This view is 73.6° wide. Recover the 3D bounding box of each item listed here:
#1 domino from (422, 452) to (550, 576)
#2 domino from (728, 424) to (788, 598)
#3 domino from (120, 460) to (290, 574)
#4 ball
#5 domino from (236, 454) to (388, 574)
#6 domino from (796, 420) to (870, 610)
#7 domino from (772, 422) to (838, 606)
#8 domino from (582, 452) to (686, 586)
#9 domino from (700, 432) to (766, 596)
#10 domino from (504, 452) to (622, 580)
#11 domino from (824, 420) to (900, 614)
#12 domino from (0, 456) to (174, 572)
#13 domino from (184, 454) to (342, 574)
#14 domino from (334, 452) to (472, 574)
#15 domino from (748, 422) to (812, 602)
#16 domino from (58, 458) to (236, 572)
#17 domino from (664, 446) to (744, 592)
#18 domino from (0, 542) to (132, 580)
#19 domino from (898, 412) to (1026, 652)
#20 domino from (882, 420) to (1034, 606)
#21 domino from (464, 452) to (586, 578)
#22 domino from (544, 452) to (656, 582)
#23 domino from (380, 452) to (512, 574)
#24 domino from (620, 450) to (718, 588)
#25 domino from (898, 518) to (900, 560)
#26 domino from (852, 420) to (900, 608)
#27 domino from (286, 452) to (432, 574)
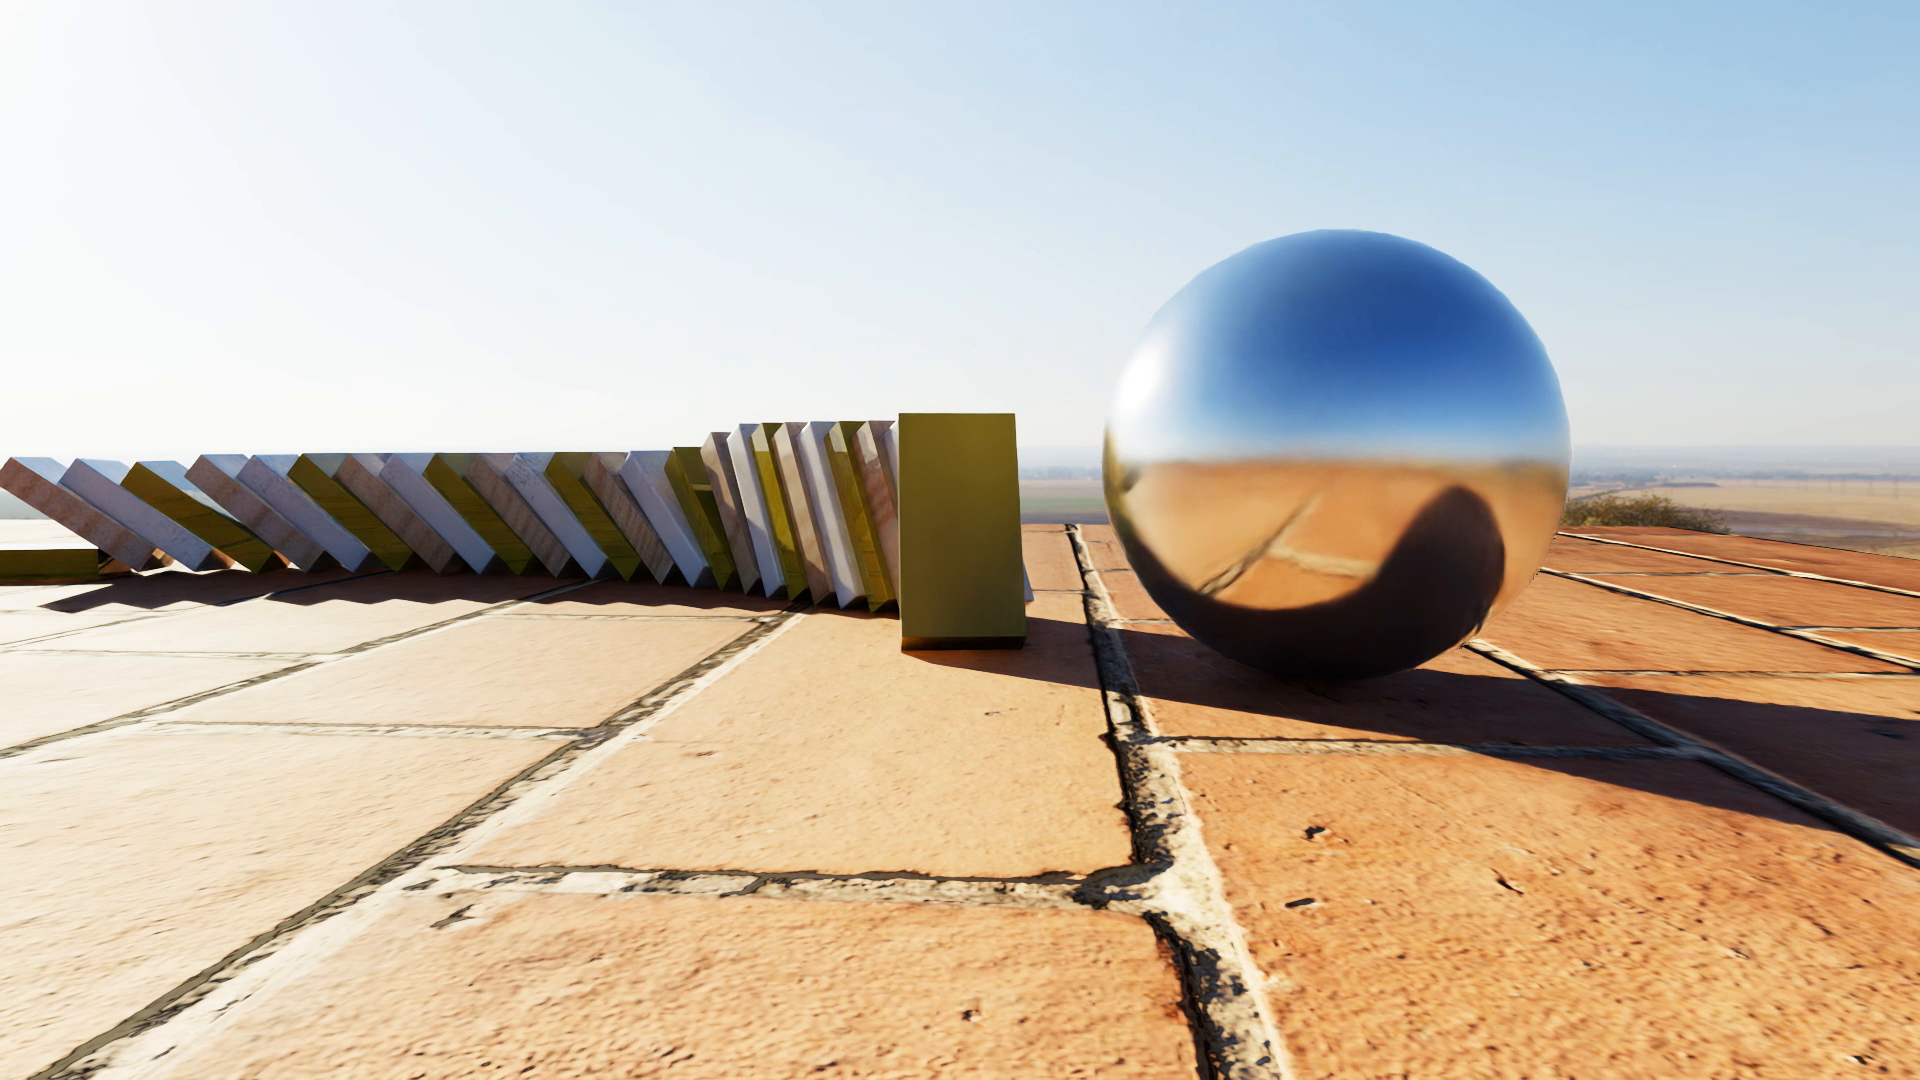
[{"bbox_3d":[-0.152,-0.009,0.428,0.050,0.010,0.025,43,17,13],"label":"domino"},{"bbox_3d":[-0.047,-0.009,0.364,0.025,0.050,0.009,-3,-24,-35],"label":"domino"},{"bbox_3d":[-0.248,-0.008,0.427,0.050,0.010,0.025,36,0,-8],"label":"domino"},{"bbox_3d":[0.065,-0.015,0.230,0.080,0.080,0.080,0,4,0],"label":"ball"},{"bbox_3d":[-0.215,-0.009,0.434,0.050,0.010,0.025,40,6,0],"label":"domino"},{"bbox_3d":[-0.025,-0.007,0.340,0.025,0.050,0.010,-3,-23,-35],"label":"domino"},{"bbox_3d":[-0.032,-0.008,0.348,0.025,0.050,0.009,-3,-23,-35],"label":"domino"},{"bbox_3d":[-0.095,-0.008,0.404,0.025,0.010,0.050,-5,48,-52],"label":"domino"},{"bbox_3d":[-0.056,-0.009,0.375,0.025,0.050,0.010,-3,-31,-35],"label":"domino"},{"bbox_3d":[-0.123,-0.009,0.418,0.050,0.010,0.025,46,23,18],"label":"domino"},{"bbox_3d":[-0.017,-0.007,0.333,0.025,0.050,0.010,-3,-23,-35],"label":"domino"},{"bbox_3d":[-0.282,-0.009,0.418,0.050,0.009,0.025,36,-4,-11],"label":"domino"},{"bbox_3d":[-0.231,-0.009,0.432,0.050,0.009,0.025,39,3,-3],"label":"domino"},{"bbox_3d":[-0.183,-0.010,0.433,0.050,0.010,0.025,41,12,7],"label":"domino"},{"bbox_3d":[-0.040,-0.008,0.356,0.025,0.050,0.009,-3,-23,-35],"label":"domino"},{"bbox_3d":[-0.265,-0.008,0.423,0.050,0.009,0.025,36,-2,-6],"label":"domino"},{"bbox_3d":[-0.068,-0.007,0.386,0.025,0.009,0.050,-3,50,-39],"label":"domino"},{"bbox_3d":[-0.300,0.007,0.414,0.050,0.010,0.025,-1,4,-12],"label":"domino"},{"bbox_3d":[0.000,-0.002,0.269,0.025,0.050,0.010,0,-22,-4],"label":"domino"},{"bbox_3d":[-0.001,-0.006,0.317,0.025,0.050,0.010,-1,-24,-33],"label":"domino"},{"bbox_3d":[-0.137,-0.009,0.423,0.050,0.010,0.025,44,20,16],"label":"domino"},{"bbox_3d":[-0.109,-0.008,0.411,0.050,0.010,0.025,47,26,21],"label":"domino"},{"bbox_3d":[-0.168,-0.010,0.431,0.050,0.010,0.025,42,14,10],"label":"domino"},{"bbox_3d":[-0.082,-0.007,0.395,0.025,0.010,0.050,-5,48,-47],"label":"domino"},{"bbox_3d":[-0.001,-0.003,0.280,0.025,0.050,0.010,0,-22,-4],"label":"domino"},{"bbox_3d":[-0.008,-0.006,0.325,0.025,0.050,0.010,-3,-23,-35],"label":"domino"},{"bbox_3d":[-0.199,-0.010,0.434,0.050,0.009,0.025,41,8,3],"label":"domino"}]
